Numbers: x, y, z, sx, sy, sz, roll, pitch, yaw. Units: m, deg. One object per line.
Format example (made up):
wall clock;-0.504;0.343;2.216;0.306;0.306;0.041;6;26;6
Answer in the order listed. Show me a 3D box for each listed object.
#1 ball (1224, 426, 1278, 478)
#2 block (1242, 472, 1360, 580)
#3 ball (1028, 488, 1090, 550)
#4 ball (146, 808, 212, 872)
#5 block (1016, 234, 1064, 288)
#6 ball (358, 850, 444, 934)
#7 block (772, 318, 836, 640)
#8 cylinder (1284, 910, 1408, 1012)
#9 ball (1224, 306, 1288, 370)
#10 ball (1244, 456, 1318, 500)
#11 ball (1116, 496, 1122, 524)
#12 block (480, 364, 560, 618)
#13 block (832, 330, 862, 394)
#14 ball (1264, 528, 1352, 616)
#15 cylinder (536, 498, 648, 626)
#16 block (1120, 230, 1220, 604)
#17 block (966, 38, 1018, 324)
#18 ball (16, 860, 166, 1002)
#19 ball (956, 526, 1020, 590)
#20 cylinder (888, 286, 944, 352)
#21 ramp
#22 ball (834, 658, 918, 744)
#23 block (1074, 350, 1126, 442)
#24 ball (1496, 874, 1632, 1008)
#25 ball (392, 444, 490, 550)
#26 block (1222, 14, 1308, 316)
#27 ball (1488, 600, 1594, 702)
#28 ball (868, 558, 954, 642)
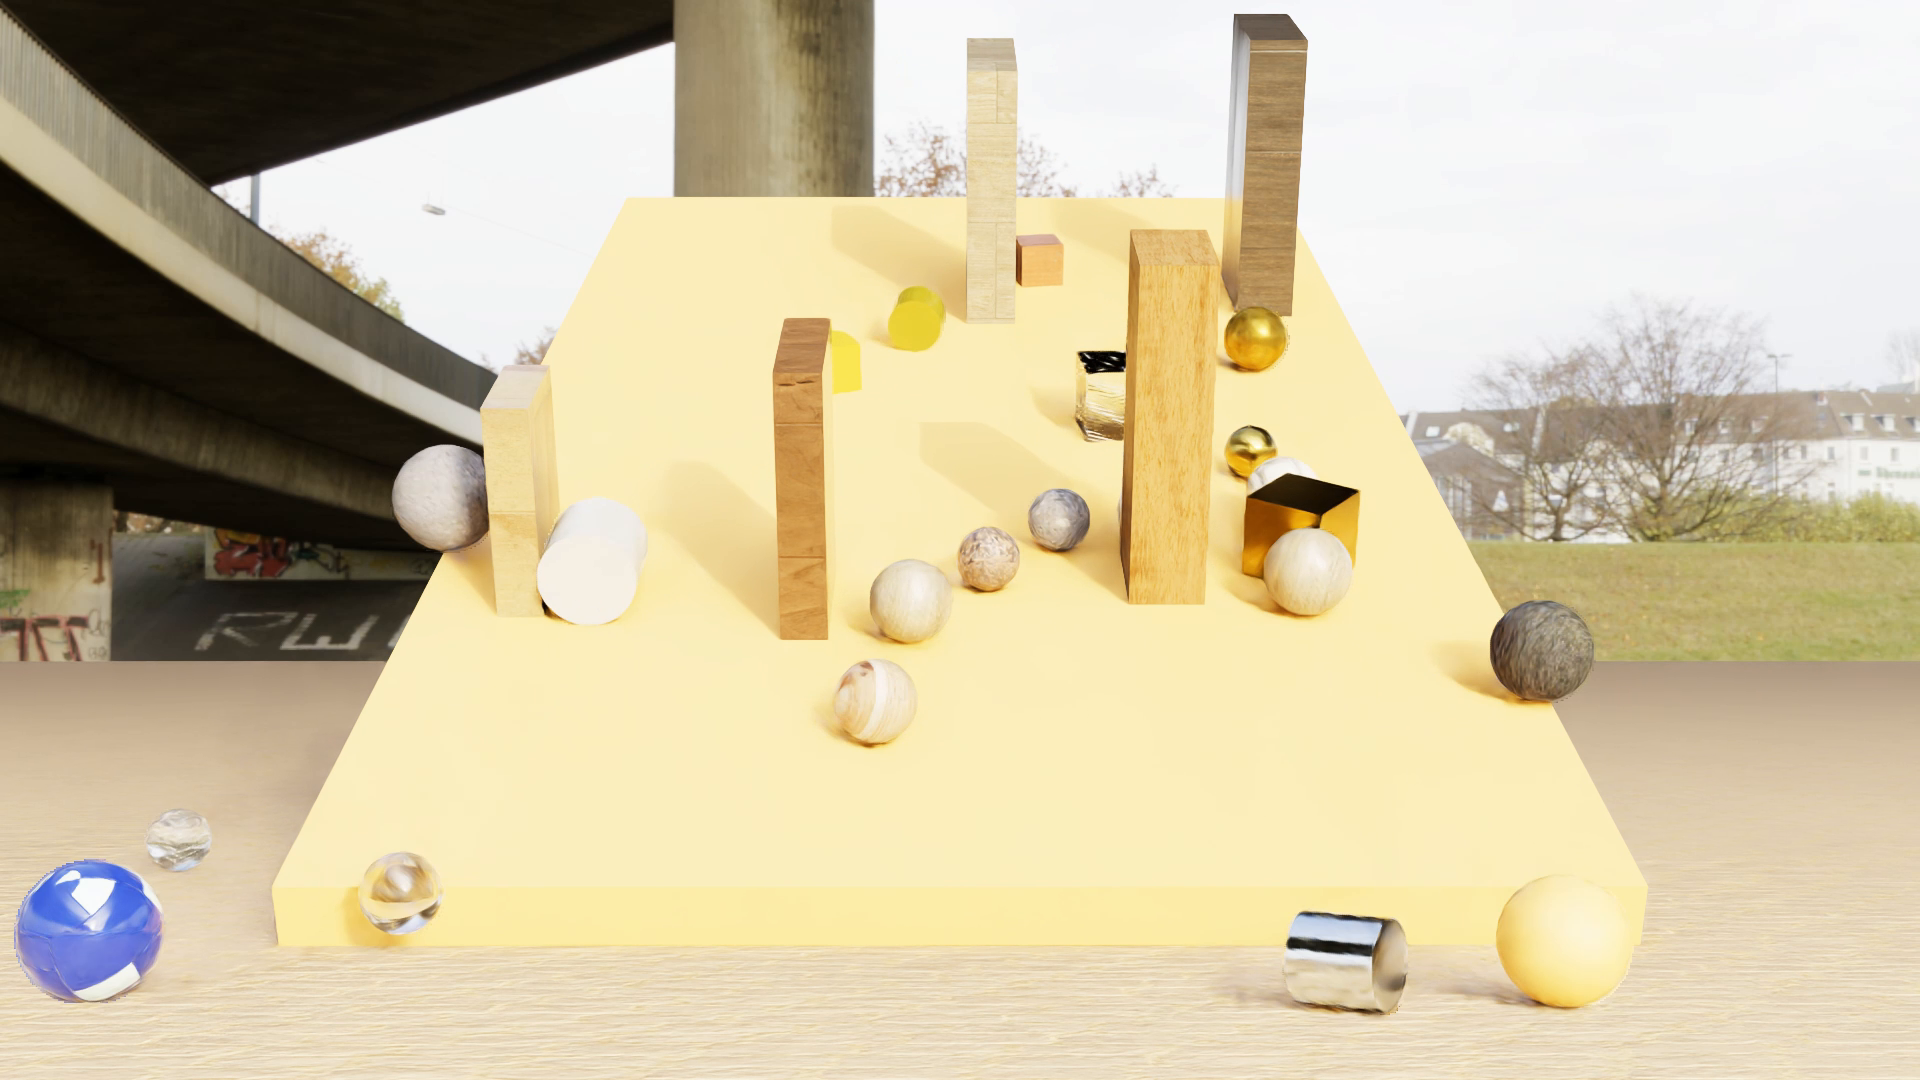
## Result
ball;0.612;-0.186;4.857;0.111;0.111;0.111;0;-3;0
block;0.648;-0.015;4.386;0.159;0.159;0.159;16;27;33
ball;0.193;-0.040;4.492;0.122;0.122;0.122;0;-3;0
ball;-1.543;0.593;4.562;0.123;0.123;0.123;0;-3;0
block;0.209;-0.750;6.193;0.113;0.113;0.113;-4;23;-10
ball;-0.782;0.494;3.231;0.116;0.116;0.116;0;-3;0
block;-0.278;-0.114;4.174;0.086;0.503;0.317;0;23;0
cylinder;0.464;0.504;2.769;0.111;0.111;0.111;0;-2;33
ball;0.704;-0.481;5.505;0.152;0.152;0.152;0;-3;0
ball;0.640;-0.090;4.575;0.151;0.151;0.151;0;-3;0
ball;0.367;-0.057;4.537;0.119;0.119;0.119;0;-3;0
block;-0.802;-0.092;4.247;0.084;0.404;0.243;0;23;0
block;-0.305;-0.413;5.388;0.114;0.114;0.114;-10;25;-22
ball;0.635;0.057;4.213;0.161;0.161;0.161;0;-3;0
cylinder;-0.671;0.038;4.228;0.179;0.179;0.179;0;23;0
block;0.383;-0.225;4.255;0.141;0.648;0.240;0;23;0
block;0.078;-0.928;5.934;0.122;0.641;0.435;0;23;0
ball;-1.071;0.483;2.847;0.173;0.173;0.173;0;-3;0
ball;0.053;0.035;4.316;0.120;0.120;0.120;0;-3;0
cylinder;-0.108;-0.545;5.683;0.130;0.130;0.130;0;23;4
ramp;-0.007;-0.225;5.217;2.000;0.100;4.000;0;23;0
ball;-0.137;0.261;3.753;0.138;0.138;0.138;0;-3;0
block;0.346;-0.321;5.115;0.158;0.158;0.158;-2;23;-6
ball;0.734;0.487;2.807;0.160;0.160;0.160;0;-3;0
ball;-0.979;-0.081;4.403;0.203;0.203;0.203;0;-3;0
block;0.780;-0.970;5.955;0.141;0.705;0.371;0;23;0
ball;0.980;0.187;3.892;0.172;0.172;0.172;0;-3;0
ball;-0.087;0.108;4.103;0.150;0.150;0.150;0;-3;0
